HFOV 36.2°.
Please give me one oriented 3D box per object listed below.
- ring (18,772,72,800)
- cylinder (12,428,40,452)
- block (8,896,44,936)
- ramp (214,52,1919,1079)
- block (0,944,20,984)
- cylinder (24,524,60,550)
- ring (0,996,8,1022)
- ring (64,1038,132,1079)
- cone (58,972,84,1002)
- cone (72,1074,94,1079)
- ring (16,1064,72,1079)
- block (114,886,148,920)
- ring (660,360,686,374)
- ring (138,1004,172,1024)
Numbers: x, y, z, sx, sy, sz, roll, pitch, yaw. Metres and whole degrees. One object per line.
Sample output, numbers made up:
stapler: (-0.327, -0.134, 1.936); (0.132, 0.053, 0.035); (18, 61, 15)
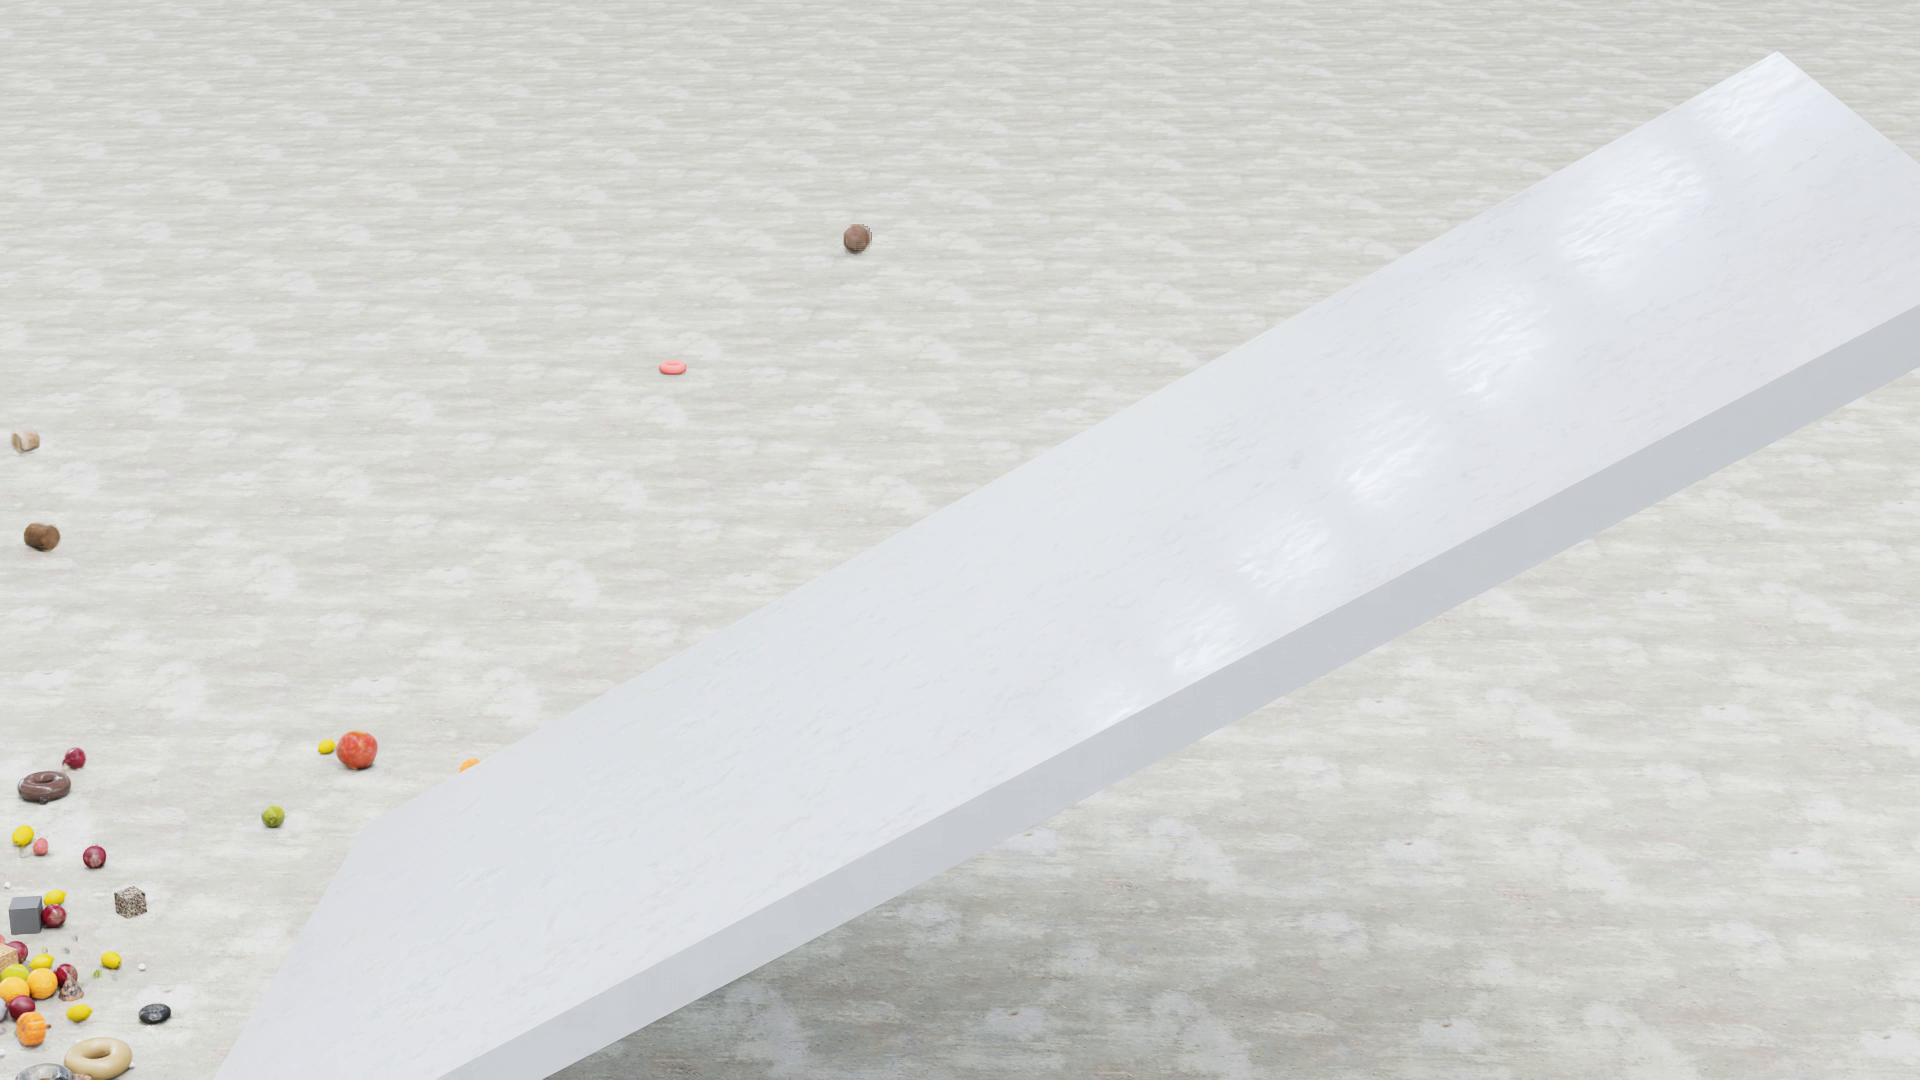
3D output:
ring: (-2.501, 0.672, 8.033); (0.143, 0.048, 0.143); (0, 17, 0)
cylinder: (-3.513, -0.374, 11.058); (0.076, 0.076, 0.076); (17, 26, 41)
block: (-2.302, 0.926, 7.253); (0.070, 0.070, 0.070); (-3, 19, -8)
ramp: (0.142, 0.168, 6.286); (4.000, 0.100, 2.000); (-29, 15, 12)
block: (-2.293, 1.010, 7.010); (0.067, 0.067, 0.067); (12, 22, 32)
cylinder: (-3.117, -0.011, 9.983); (0.083, 0.083, 0.083); (9, 21, 24)
ring: (-2.277, 1.091, 6.804); (0.141, 0.047, 0.141); (1, 19, 0)
ring: (-1.931, 1.163, 6.589); (0.149, 0.050, 0.149); (1, 20, 0)
cone: (-2.093, 1.045, 6.918); (0.060, 0.060, 0.060); (0, 19, 0)
cone: (-1.940, 1.212, 6.483); (0.052, 0.052, 0.052); (2, 45, 7)
ring: (-2.023, 1.198, 6.495); (0.129, 0.043, 0.129); (1, 19, 0)
block: (-2.069, 0.904, 7.338); (0.055, 0.055, 0.055); (17, 25, 41)
ring: (-1.181, -0.711, 12.107); (0.114, 0.038, 0.114); (1, 20, 0)
ring: (-1.866, 1.098, 6.817); (0.075, 0.025, 0.075); (-1, 17, 0)
